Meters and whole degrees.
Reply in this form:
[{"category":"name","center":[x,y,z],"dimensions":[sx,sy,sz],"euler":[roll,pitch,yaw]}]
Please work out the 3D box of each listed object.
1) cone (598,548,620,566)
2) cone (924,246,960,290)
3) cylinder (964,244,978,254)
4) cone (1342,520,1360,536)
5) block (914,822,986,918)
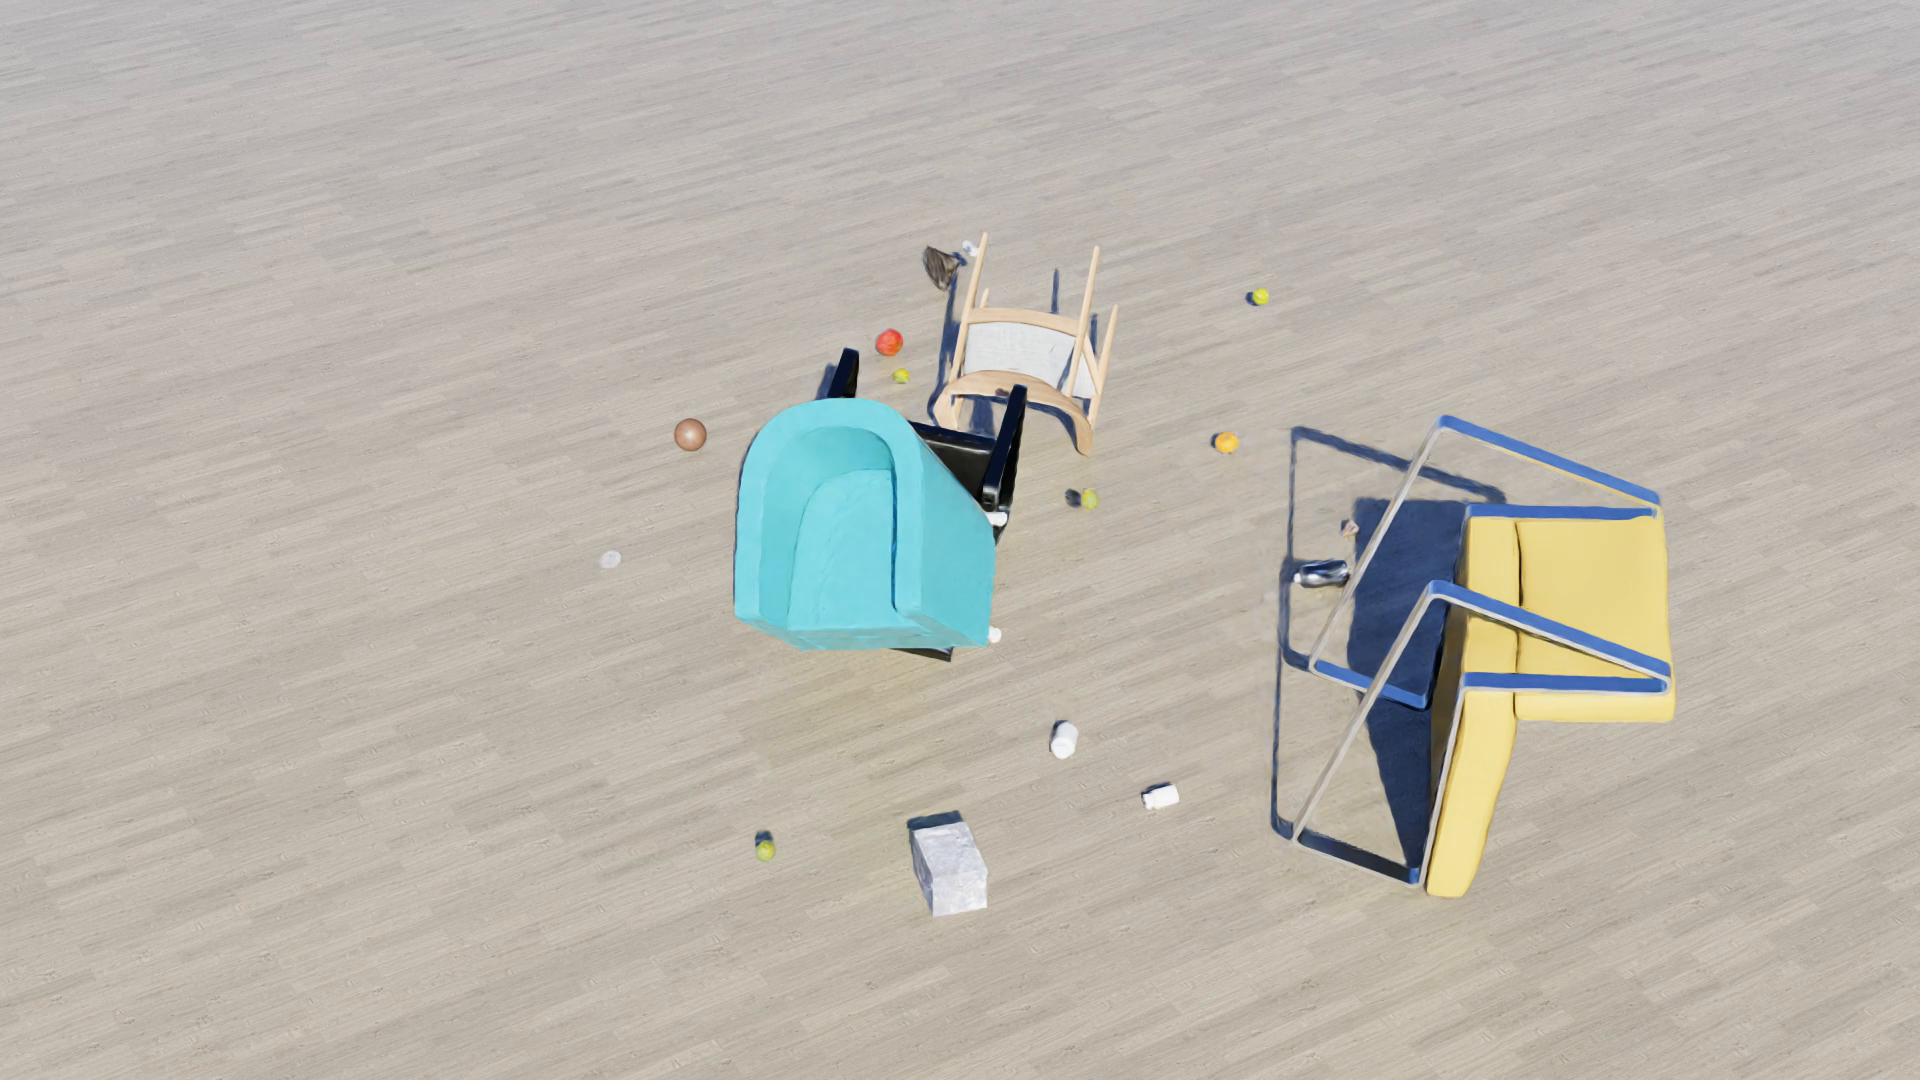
[{"category":"cone","center":[-1.296,0.062,10.803],"dimensions":[0.080,0.067,0.063],"euler":[0,4,-8]},{"category":"cone","center":[-0.048,-1.180,12.545],"dimensions":[0.121,0.194,0.232],"euler":[-20,32,-18]},{"category":"cylinder","center":[0.044,-1.214,12.223],"dimensions":[0.044,0.040,0.075],"euler":[17,3,-16]},{"category":"cone","center":[1.449,-0.033,10.966],"dimensions":[0.065,0.066,0.076],"euler":[-42,18,-10]},{"category":"block","center":[-0.032,1.036,9.226],"dimensions":[0.173,0.161,0.239],"euler":[-9,34,-13]}]
